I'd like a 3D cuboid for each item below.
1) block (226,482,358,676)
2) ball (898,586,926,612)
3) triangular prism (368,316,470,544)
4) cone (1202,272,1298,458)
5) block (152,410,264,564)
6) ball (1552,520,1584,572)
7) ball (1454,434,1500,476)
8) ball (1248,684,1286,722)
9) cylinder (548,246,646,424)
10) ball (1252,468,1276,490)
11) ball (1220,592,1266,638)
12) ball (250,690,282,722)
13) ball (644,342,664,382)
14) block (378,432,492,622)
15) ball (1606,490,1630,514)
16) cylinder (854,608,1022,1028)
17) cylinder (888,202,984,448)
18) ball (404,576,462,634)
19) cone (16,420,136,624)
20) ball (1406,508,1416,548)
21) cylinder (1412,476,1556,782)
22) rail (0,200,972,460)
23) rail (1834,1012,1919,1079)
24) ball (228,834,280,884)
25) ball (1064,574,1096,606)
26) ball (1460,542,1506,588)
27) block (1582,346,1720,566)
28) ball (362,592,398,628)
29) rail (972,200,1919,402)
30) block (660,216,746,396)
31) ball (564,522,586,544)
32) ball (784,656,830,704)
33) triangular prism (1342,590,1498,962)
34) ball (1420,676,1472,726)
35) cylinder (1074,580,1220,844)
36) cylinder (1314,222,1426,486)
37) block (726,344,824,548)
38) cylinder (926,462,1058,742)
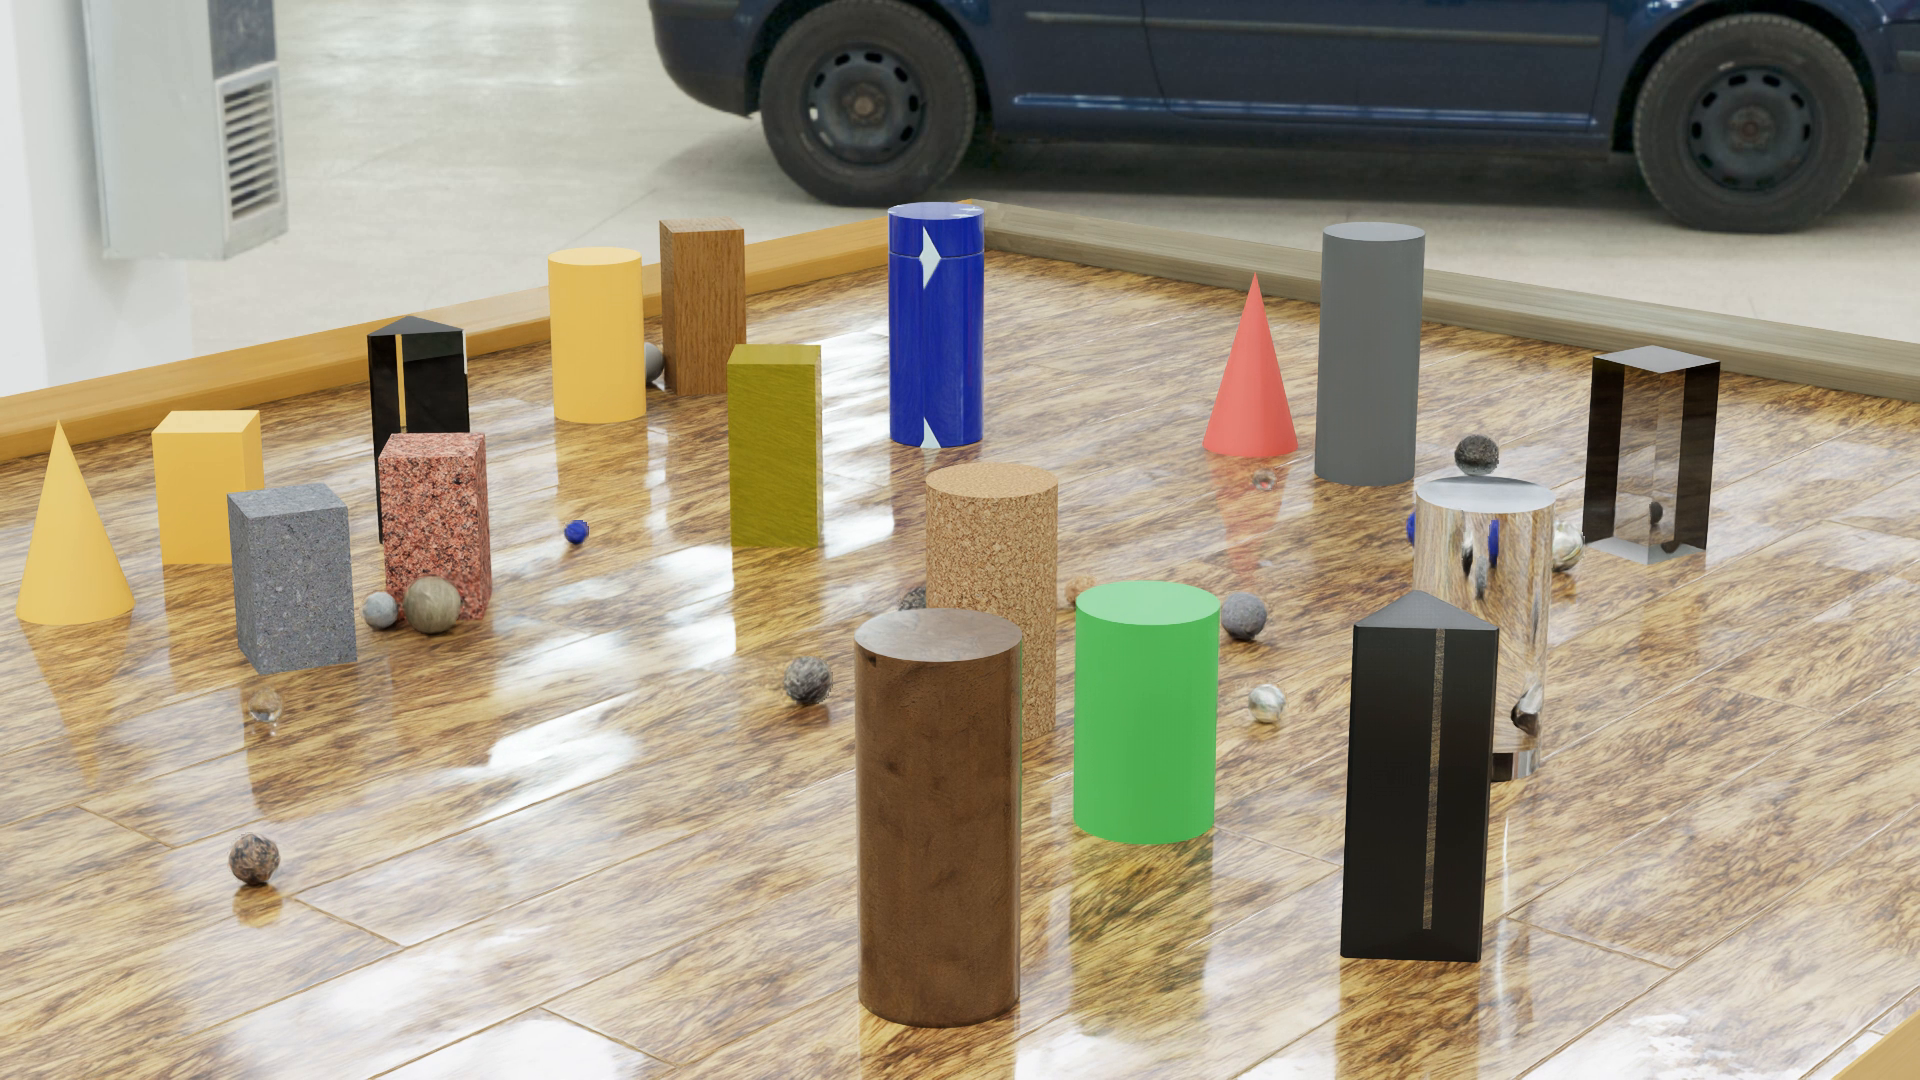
[{"bbox_3d":[-1.092,0.061,4.795,0.160,0.264,0.160,-8,18,-24],"label":"block"},{"bbox_3d":[-0.059,0.123,4.893,0.090,0.090,0.090,0,17,0],"label":"ball"},{"bbox_3d":[-1.009,-0.209,5.465,0.173,0.395,0.150,-4,17,-15],"label":"triangular prism"},{"bbox_3d":[0.606,-0.375,6.063,0.200,0.368,0.200,0,17,0],"label":"cone"},{"bbox_3d":[-1.368,-0.098,5.355,0.160,0.245,0.160,-1,17,-2],"label":"block"},{"bbox_3d":[1.071,0.012,5.258,0.092,0.092,0.092,0,17,0],"label":"ball"},{"bbox_3d":[1.034,-0.169,5.865,0.089,0.089,0.089,0,17,0],"label":"ball"},{"bbox_3d":[0.473,0.251,4.519,0.059,0.059,0.059,0,17,0],"label":"ball"},{"bbox_3d":[-0.783,-0.444,6.332,0.200,0.345,0.200,0,17,0],"label":"cylinder"},{"bbox_3d":[0.599,-0.120,5.775,0.046,0.046,0.046,0,17,0],"label":"ball"},{"bbox_3d":[0.473,0.126,4.901,0.078,0.078,0.078,0,17,0],"label":"ball"},{"bbox_3d":[-1.070,0.255,4.522,0.050,0.050,0.050,0,17,0],"label":"ball"},{"bbox_3d":[-0.714,-0.401,6.629,0.092,0.092,0.092,0,17,0],"label":"ball"},{"bbox_3d":[-0.898,-0.024,5.034,0.160,0.289,0.160,-1,17,-3],"label":"block"},{"bbox_3d":[1.261,-0.072,5.617,0.045,0.045,0.045,0,17,0],"label":"ball"},{"bbox_3d":[-0.026,0.334,3.541,0.200,0.465,0.200,0,17,0],"label":"cylinder"},{"bbox_3d":[-0.050,-0.449,6.117,0.200,0.480,0.200,0,17,0],"label":"cylinder"},{"bbox_3d":[-0.886,0.109,4.929,0.097,0.097,0.097,0,17,0],"label":"ball"},{"bbox_3d":[-1.530,-0.045,5.024,0.200,0.336,0.200,0,17,0],"label":"cone"},{"bbox_3d":[0.862,-0.020,5.360,0.094,0.094,0.094,0,17,0],"label":"ball"},{"bbox_3d":[0.764,0.130,4.315,0.200,0.410,0.200,0,17,0],"label":"cylinder"},{"bbox_3d":[-1.542,-0.353,6.402,0.045,0.130,4.856,14,22,39],"label":"rail"},{"bbox_3d":[1.542,0.419,3.838,0.045,0.130,4.856,14,22,39],"label":"rail"},{"bbox_3d":[-0.944,0.427,3.923,0.067,0.067,0.067,0,17,0],"label":"ball"},{"bbox_3d":[0.209,0.089,5.064,0.057,0.057,0.057,0,17,0],"label":"ball"},{"bbox_3d":[0.924,0.043,5.175,0.080,0.080,0.080,0,17,0],"label":"ball"},{"bbox_3d":[1.261,-0.157,5.359,0.160,0.357,0.160,-12,20,-34],"label":"block"},{"bbox_3d":[-0.981,0.119,4.955,0.061,0.061,0.061,0,17,0],"label":"ball"},{"bbox_3d":[1.576,-0.491,6.858,4.132,0.130,0.045,14,22,39],"label":"rail"},{"bbox_3d":[-0.574,-0.524,6.560,0.160,0.367,0.160,-5,17,-15],"label":"block"},{"bbox_3d":[-0.712,-0.013,5.429,0.041,0.041,0.041,0,17,0],"label":"ball"},{"bbox_3d":[-0.240,0.220,4.598,0.074,0.074,0.074,0,17,0],"label":"ball"},{"bbox_3d":[0.574,0.296,3.708,0.173,0.441,0.150,1,17,4],"label":"triangular prism"},{"bbox_3d":[0.745,0.248,4.499,0.077,0.077,0.077,0,17,0],"label":"ball"},{"bbox_3d":[0.260,0.240,4.106,0.200,0.320,0.200,0,17,0],"label":"cylinder"},{"bbox_3d":[0.814,-0.371,5.834,0.200,0.493,0.200,0,17,0],"label":"cylinder"},{"bbox_3d":[-0.341,-0.176,5.440,0.160,0.346,0.160,0,17,2],"label":"block"},{"bbox_3d":[0.048,0.094,4.472,0.200,0.387,0.200,0,17,0],"label":"cylinder"}]
